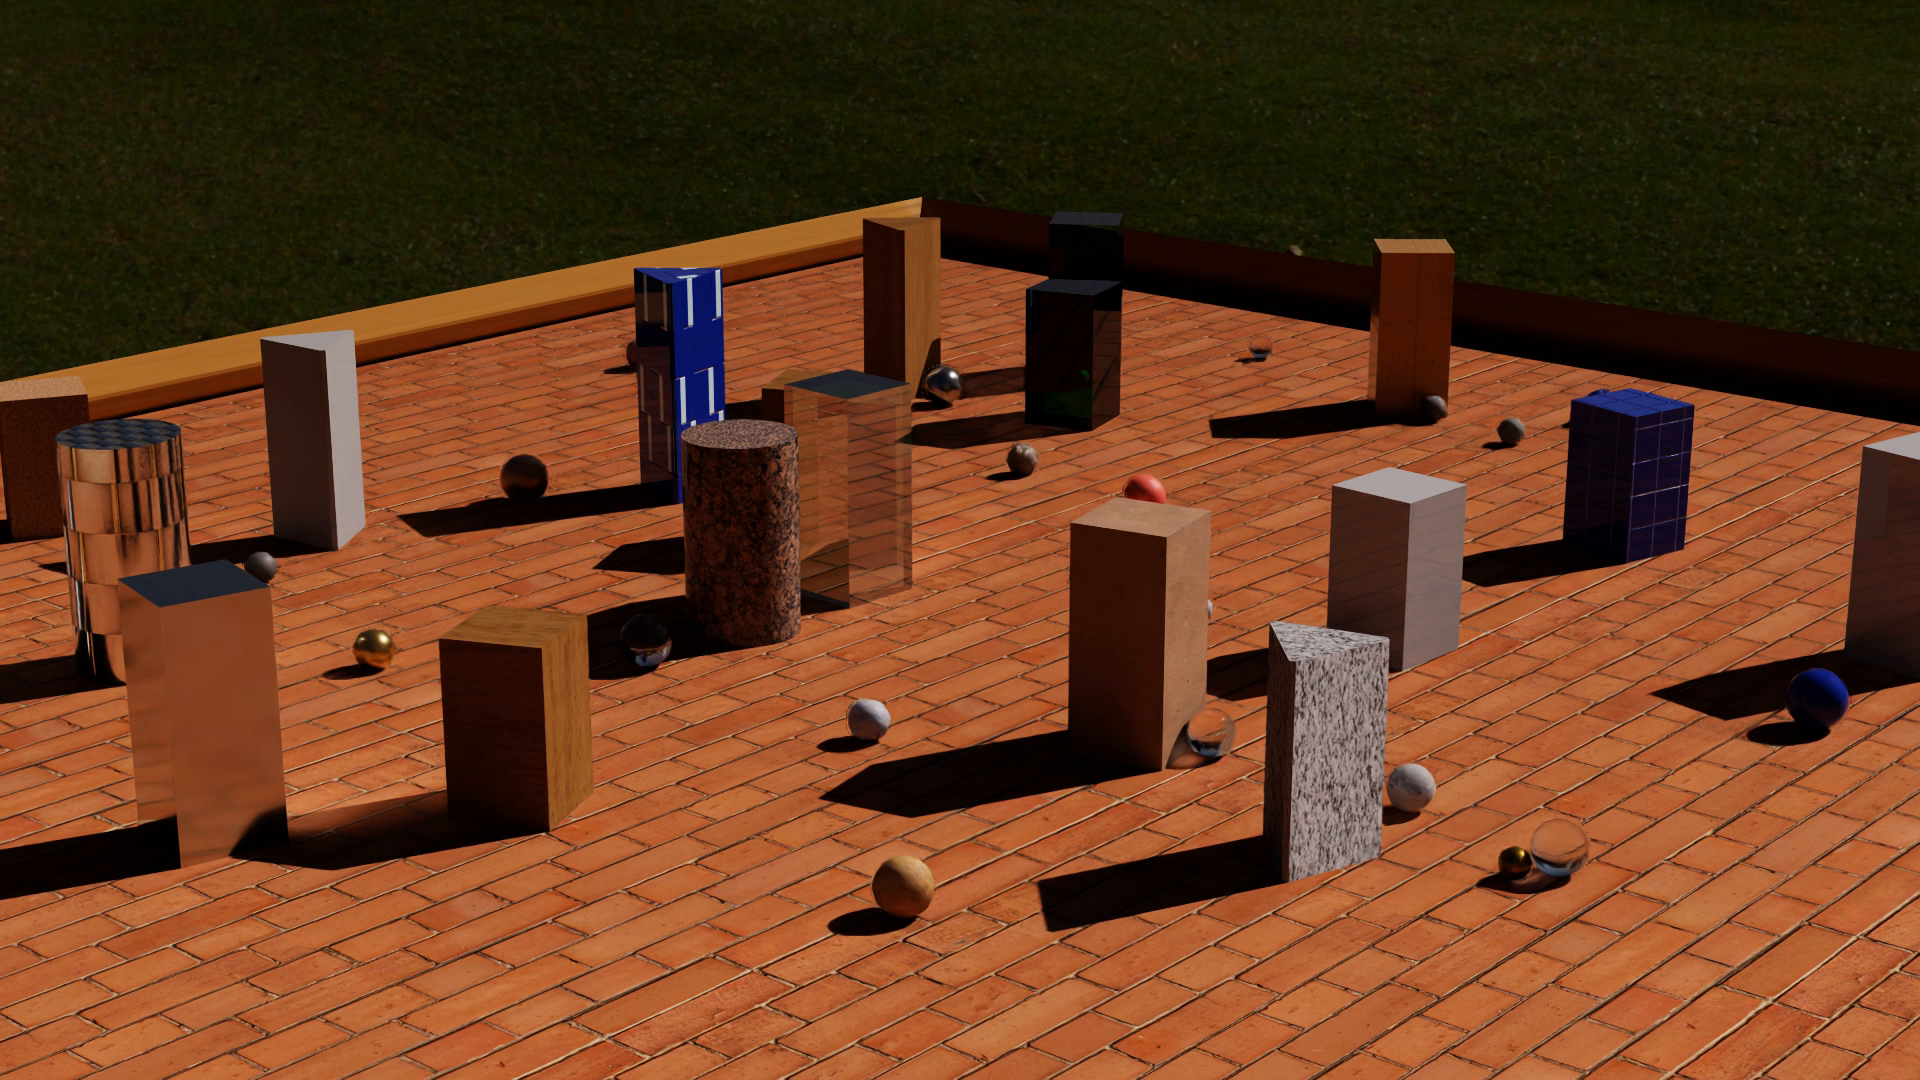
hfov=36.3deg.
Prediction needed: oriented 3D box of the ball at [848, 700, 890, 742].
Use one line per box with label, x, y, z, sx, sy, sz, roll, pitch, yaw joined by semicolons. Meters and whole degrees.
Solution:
ball;-0.138;0.273;4.431;0.064;0.064;0.064;0;17;0

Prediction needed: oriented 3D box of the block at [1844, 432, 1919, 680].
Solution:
block;1.560;0.024;4.749;0.155;0.357;0.155;-12;21;-35

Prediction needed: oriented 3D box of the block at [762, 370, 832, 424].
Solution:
block;-0.267;-0.150;5.429;0.155;0.297;0.155;4;17;14

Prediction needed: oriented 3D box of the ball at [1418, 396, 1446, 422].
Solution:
ball;1.012;-0.282;6.281;0.057;0.057;0.057;0;17;0

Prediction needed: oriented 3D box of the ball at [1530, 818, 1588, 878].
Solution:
ball;0.805;0.414;3.940;0.078;0.078;0.078;0;17;0

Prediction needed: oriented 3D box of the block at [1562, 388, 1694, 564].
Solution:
block;1.222;-0.119;5.366;0.155;0.274;0.155;-11;20;-33

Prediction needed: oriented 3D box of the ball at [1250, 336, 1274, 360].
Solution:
ball;0.704;-0.449;6.842;0.054;0.054;0.054;0;17;0

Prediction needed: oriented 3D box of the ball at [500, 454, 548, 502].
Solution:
ball;-0.844;-0.120;5.682;0.094;0.094;0.094;0;17;0

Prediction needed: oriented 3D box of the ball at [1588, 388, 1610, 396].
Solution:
ball;1.372;-0.286;6.268;0.073;0.073;0.073;0;17;0

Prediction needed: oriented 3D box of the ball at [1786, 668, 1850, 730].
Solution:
ball;1.309;0.243;4.478;0.094;0.094;0.094;0;17;0

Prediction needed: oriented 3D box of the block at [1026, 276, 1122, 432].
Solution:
block;0.243;-0.400;6.267;0.155;0.292;0.155;8;18;24

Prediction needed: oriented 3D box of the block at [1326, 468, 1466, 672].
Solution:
block;0.714;0.046;4.806;0.155;0.283;0.155;16;23;42

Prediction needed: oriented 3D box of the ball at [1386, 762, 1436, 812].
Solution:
ball;0.640;0.351;4.160;0.070;0.070;0.070;0;17;0

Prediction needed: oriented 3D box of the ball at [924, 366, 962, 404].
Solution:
ball;-0.036;-0.338;6.421;0.085;0.085;0.085;0;17;0

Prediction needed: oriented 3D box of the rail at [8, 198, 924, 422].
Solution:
rail;-1.631;-0.378;6.476;0.045;0.126;4.708;14;22;39

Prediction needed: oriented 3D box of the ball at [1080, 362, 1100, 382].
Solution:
ball;0.293;-0.379;6.622;0.047;0.047;0.047;0;17;0

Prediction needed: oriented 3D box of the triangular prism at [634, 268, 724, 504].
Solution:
triangular prism;-0.568;-0.309;5.716;0.145;0.435;0.168;10;19;29

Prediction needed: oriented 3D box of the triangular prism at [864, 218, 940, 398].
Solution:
triangular prism;-0.107;-0.517;6.494;0.145;0.384;0.168;-10;20;-30

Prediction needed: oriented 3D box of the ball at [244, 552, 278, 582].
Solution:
ball;-1.237;0.048;5.189;0.056;0.056;0.056;0;17;0

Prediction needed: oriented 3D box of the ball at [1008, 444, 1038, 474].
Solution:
ball;0.126;-0.161;5.875;0.062;0.062;0.062;0;17;0

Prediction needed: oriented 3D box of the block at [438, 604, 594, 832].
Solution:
block;-0.626;0.250;4.149;0.155;0.271;0.155;5;17;16

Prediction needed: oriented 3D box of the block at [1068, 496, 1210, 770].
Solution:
block;0.267;0.138;4.367;0.155;0.360;0.155;9;19;27

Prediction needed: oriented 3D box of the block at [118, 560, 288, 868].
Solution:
block;-1.037;0.236;4.021;0.155;0.372;0.155;-12;20;-34

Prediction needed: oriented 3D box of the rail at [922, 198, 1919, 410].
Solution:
rail;1.528;-0.477;6.805;4.369;0.126;0.045;14;22;39

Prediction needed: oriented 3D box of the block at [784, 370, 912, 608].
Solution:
block;-0.194;-0.091;5.106;0.155;0.371;0.155;15;23;41

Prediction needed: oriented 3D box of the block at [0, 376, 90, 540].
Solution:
block;-1.713;-0.155;5.497;0.155;0.267;0.155;-6;18;-21

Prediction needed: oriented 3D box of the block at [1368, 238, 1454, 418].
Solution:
block;0.975;-0.460;6.350;0.155;0.359;0.155;0;17;2

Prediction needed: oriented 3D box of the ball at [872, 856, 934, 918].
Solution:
ball;-0.073;0.451;3.812;0.081;0.081;0.081;0;17;0

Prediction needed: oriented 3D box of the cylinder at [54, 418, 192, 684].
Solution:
cylinder;-1.339;0.017;4.719;0.194;0.388;0.194;0;17;0

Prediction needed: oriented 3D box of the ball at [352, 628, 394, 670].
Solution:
ball;-0.949;0.177;4.746;0.067;0.067;0.067;0;17;0

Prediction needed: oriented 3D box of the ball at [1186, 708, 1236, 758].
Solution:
ball;0.374;0.287;4.369;0.073;0.073;0.073;0;17;0

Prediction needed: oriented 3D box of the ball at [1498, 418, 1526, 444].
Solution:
ball;1.149;-0.227;6.104;0.055;0.055;0.055;0;17;0

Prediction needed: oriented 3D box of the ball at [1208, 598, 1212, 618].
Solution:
ball;0.406;0.116;4.983;0.046;0.046;0.046;0;17;0

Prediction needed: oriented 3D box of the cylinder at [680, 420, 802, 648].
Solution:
cylinder;-0.365;-0.012;4.897;0.194;0.341;0.194;0;17;0

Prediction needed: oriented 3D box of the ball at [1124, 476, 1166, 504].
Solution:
ball;0.352;-0.082;5.579;0.081;0.081;0.081;0;17;0

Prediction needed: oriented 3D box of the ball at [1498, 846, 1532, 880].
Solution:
ball;0.744;0.434;3.932;0.045;0.045;0.045;0;17;0

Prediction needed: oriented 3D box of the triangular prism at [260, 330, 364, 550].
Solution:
triangular prism;-1.169;-0.192;5.430;0.168;0.377;0.145;12;21;35

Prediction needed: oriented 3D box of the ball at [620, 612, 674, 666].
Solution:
ball;-0.509;0.162;4.757;0.088;0.088;0.088;0;17;0

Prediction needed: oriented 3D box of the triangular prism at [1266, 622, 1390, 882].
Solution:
triangular prism;0.465;0.278;3.984;0.168;0.313;0.145;-11;20;-32

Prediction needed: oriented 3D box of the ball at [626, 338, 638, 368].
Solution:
ball;-0.735;-0.430;6.748;0.071;0.071;0.071;0;17;0

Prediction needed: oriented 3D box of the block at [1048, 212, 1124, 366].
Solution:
block;0.287;-0.557;6.676;0.155;0.355;0.155;2;17;7
